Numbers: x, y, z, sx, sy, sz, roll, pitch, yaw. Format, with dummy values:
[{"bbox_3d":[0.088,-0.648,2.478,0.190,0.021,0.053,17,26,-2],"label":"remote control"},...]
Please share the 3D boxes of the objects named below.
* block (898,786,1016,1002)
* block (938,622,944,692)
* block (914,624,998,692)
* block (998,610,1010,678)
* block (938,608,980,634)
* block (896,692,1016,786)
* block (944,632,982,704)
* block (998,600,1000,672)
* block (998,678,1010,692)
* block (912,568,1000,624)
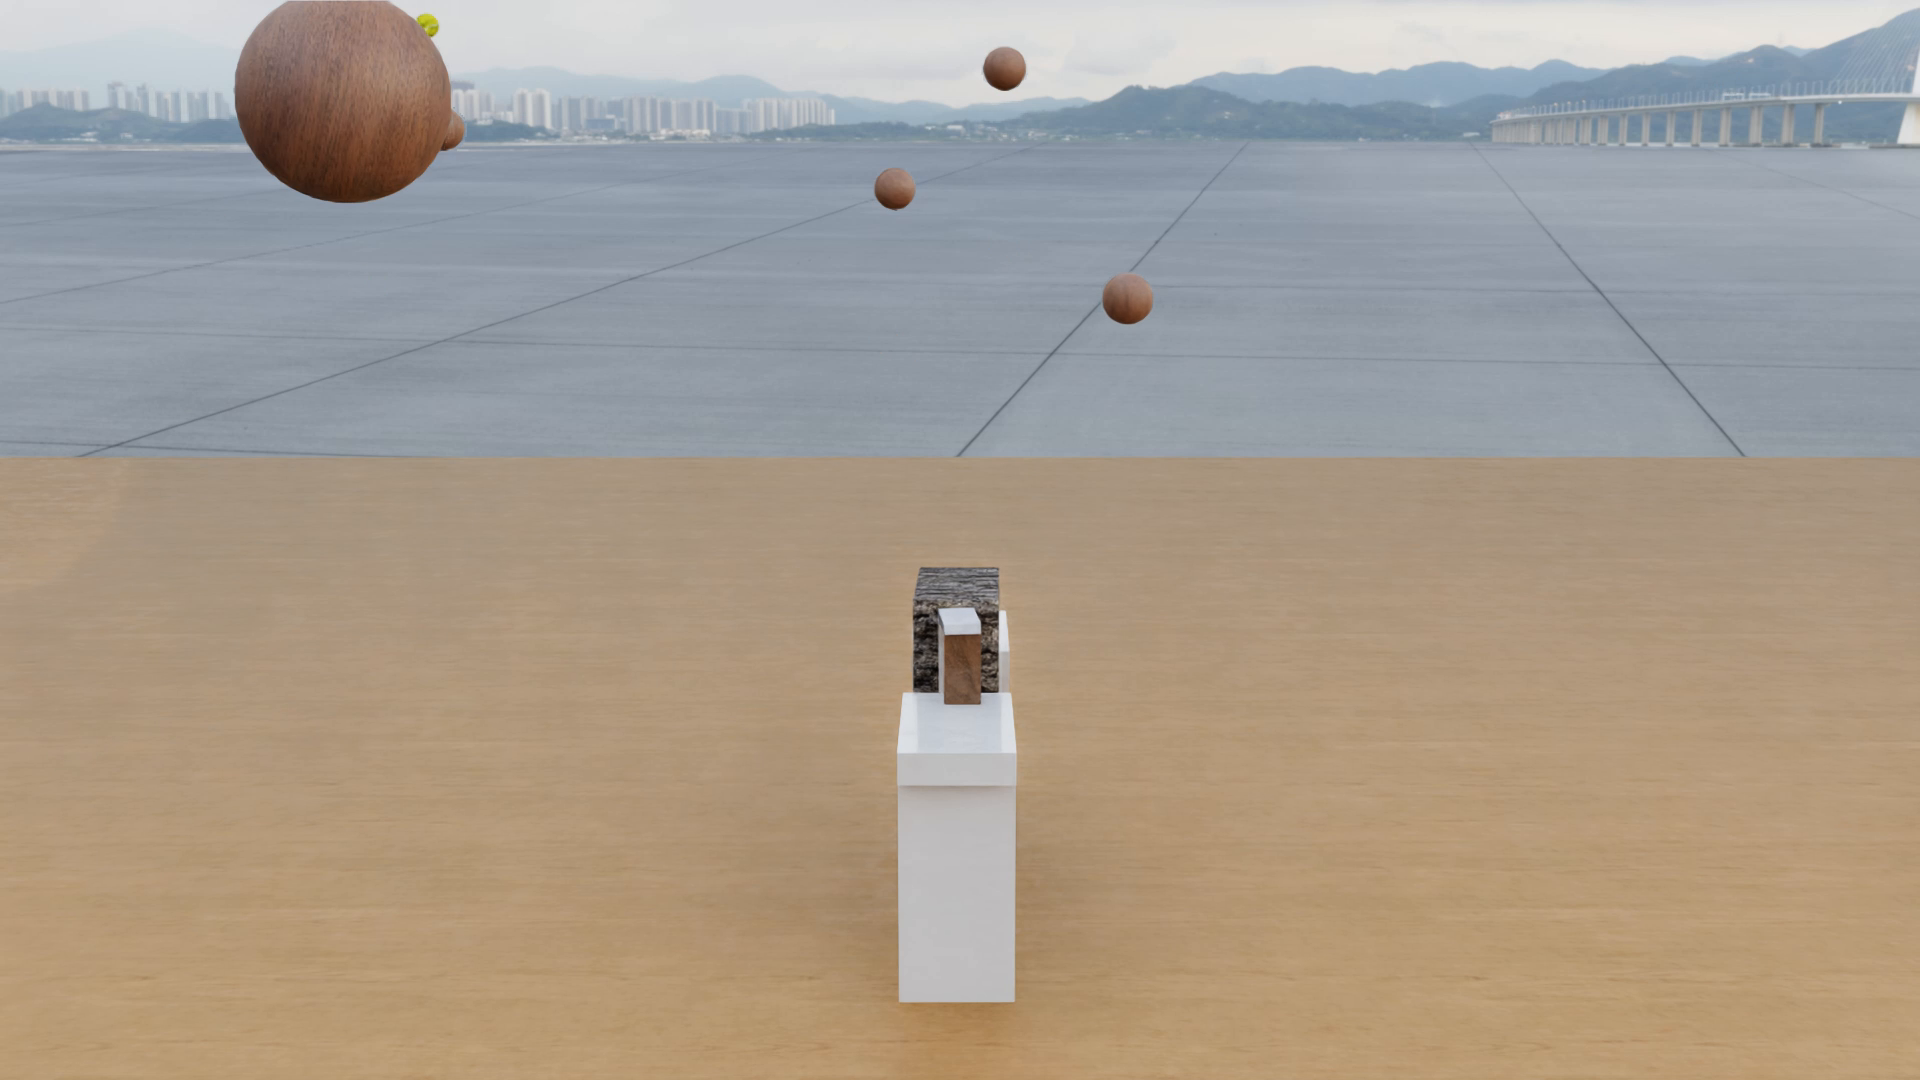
[{"bbox_3d":[-0.005,0.504,3.204,0.169,0.338,0.048,0,11,0],"label":"block"},{"bbox_3d":[-0.004,0.302,3.465,0.056,0.358,0.016,-1,10,0],"label":"block"},{"bbox_3d":[-0.006,0.295,3.534,0.134,0.347,0.038,0,10,1],"label":"block"},{"bbox_3d":[0.003,0.184,3.934,0.164,0.046,0.328,0,11,0],"label":"block"},{"bbox_3d":[-0.002,0.125,3.395,0.056,0.016,0.112,-2,11,-5],"label":"block"},{"bbox_3d":[-0.005,0.294,3.280,0.169,0.048,0.338,0,11,0],"label":"block"},{"bbox_3d":[0.004,0.195,3.369,0.056,0.112,0.016,0,11,0],"label":"block"},{"bbox_3d":[-0.002,0.224,3.702,0.134,0.268,0.038,0,11,0],"label":"block"},{"bbox_3d":[0.003,0.388,3.861,0.164,0.328,0.046,0,11,0],"label":"block"},{"bbox_3d":[-0.004,0.089,3.587,0.134,0.038,0.268,0,10,1],"label":"block"}]
